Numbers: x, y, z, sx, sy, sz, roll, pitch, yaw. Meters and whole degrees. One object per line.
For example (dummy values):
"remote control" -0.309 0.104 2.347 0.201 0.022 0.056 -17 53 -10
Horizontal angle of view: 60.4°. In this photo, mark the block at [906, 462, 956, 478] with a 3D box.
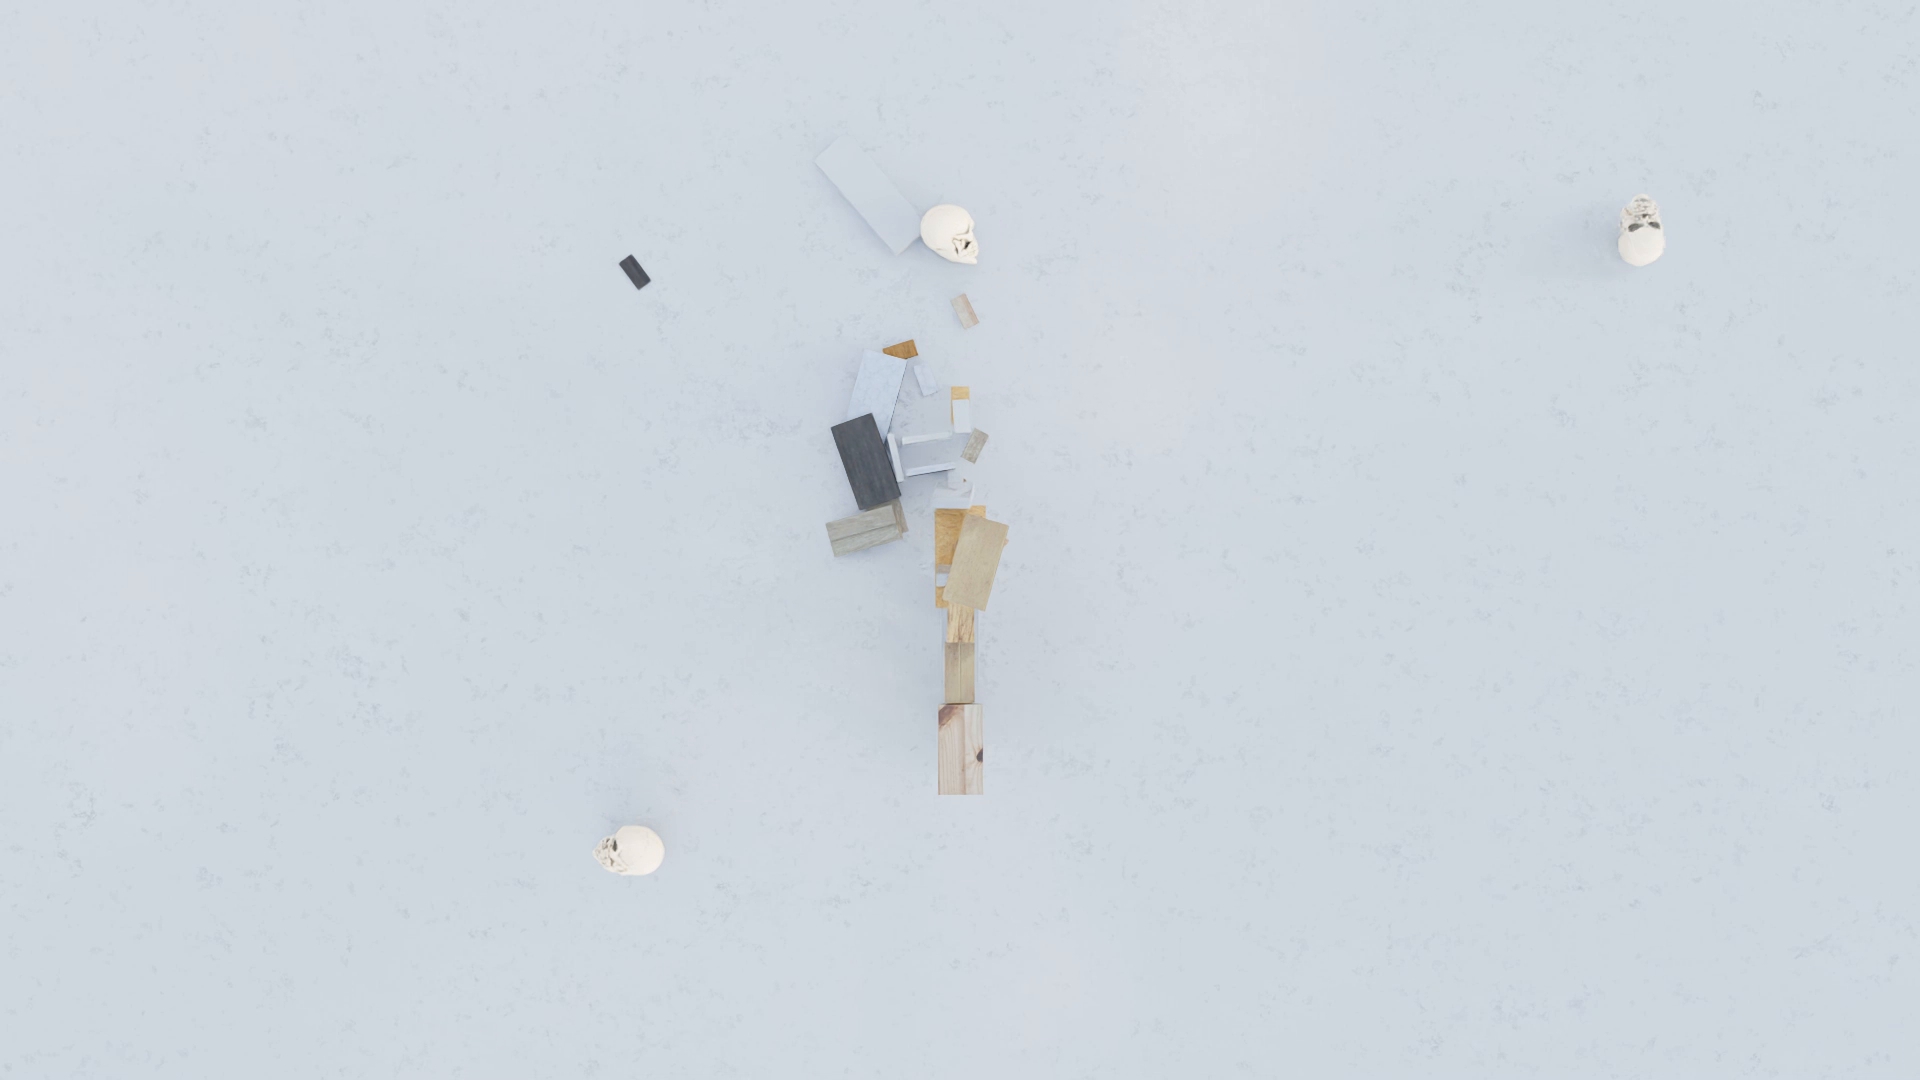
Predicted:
"block" -0.096 -0.234 5.460 0.161 0.081 0.023 -9 90 0

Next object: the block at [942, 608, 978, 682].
"block" 0.000 0.333 5.247 0.118 0.033 0.236 0 90 0

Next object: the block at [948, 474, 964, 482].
"block" -0.013 -0.166 5.396 0.048 0.014 0.096 0 90 3

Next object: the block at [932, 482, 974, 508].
"block" -0.020 -0.144 5.233 0.118 0.311 0.034 0 101 3

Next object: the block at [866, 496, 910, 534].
"block" -0.260 -0.126 5.483 0.118 0.034 0.237 -16 90 0

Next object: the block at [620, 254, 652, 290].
"block" -1.082 -0.892 5.492 0.054 0.015 0.109 -37 90 0

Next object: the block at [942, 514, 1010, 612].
"block" 0.046 0.066 4.853 0.131 0.037 0.263 16 89 0

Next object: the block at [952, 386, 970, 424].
"block" 0.001 -0.440 5.373 0.059 0.017 0.119 0 90 0

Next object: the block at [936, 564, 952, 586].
"block" -0.003 0.106 5.004 0.131 0.263 0.037 0 95 0

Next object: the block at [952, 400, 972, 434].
"block" 0.005 -0.402 5.357 0.054 0.015 0.107 -4 90 0

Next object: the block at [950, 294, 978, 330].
"block" 0.016 -0.761 5.492 0.054 0.015 0.109 -26 90 0

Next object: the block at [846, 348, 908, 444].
"block" -0.282 -0.474 5.471 0.145 0.041 0.291 16 93 0

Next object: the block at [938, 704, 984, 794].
"block" 0.002 0.637 5.027 0.137 0.039 0.274 0 90 0

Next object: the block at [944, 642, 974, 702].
"block" -0.001 0.404 5.034 0.092 0.026 0.184 0 90 0

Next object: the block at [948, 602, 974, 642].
"block" 0.003 0.225 4.961 0.082 0.023 0.164 0 90 0

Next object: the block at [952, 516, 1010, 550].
"block" 0.060 0.011 5.005 0.131 0.263 0.037 -46 107 0

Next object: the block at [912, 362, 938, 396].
"block" -0.114 -0.536 5.492 0.054 0.015 0.107 -21 90 0

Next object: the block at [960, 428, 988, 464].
"block" 0.050 -0.313 5.492 0.054 0.015 0.107 27 90 0

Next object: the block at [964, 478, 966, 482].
"block" -0.007 -0.195 5.451 0.048 0.096 0.014 1 89 3

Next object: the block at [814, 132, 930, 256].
"block" -0.293 -1.149 5.479 0.145 0.041 0.415 -41 90 0

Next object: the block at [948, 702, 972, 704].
"block" 0.000 0.535 5.331 0.079 0.022 0.158 0 90 0

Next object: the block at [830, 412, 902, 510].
"block" -0.310 -0.258 5.440 0.145 0.041 0.291 -19 92 2

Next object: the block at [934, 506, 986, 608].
"block" 0.002 0.052 5.159 0.159 0.045 0.319 0 90 0

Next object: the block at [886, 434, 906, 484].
"block" -0.211 -0.271 5.460 0.023 0.081 0.161 -13 90 0

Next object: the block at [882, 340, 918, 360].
"block" -0.199 -0.626 5.492 0.109 0.015 0.054 -18 90 0

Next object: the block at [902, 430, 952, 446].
"block" -0.110 -0.338 5.460 0.161 0.081 0.023 -8 90 0

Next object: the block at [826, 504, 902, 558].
"block" -0.317 -0.030 5.455 0.237 0.034 0.118 -15 90 14
